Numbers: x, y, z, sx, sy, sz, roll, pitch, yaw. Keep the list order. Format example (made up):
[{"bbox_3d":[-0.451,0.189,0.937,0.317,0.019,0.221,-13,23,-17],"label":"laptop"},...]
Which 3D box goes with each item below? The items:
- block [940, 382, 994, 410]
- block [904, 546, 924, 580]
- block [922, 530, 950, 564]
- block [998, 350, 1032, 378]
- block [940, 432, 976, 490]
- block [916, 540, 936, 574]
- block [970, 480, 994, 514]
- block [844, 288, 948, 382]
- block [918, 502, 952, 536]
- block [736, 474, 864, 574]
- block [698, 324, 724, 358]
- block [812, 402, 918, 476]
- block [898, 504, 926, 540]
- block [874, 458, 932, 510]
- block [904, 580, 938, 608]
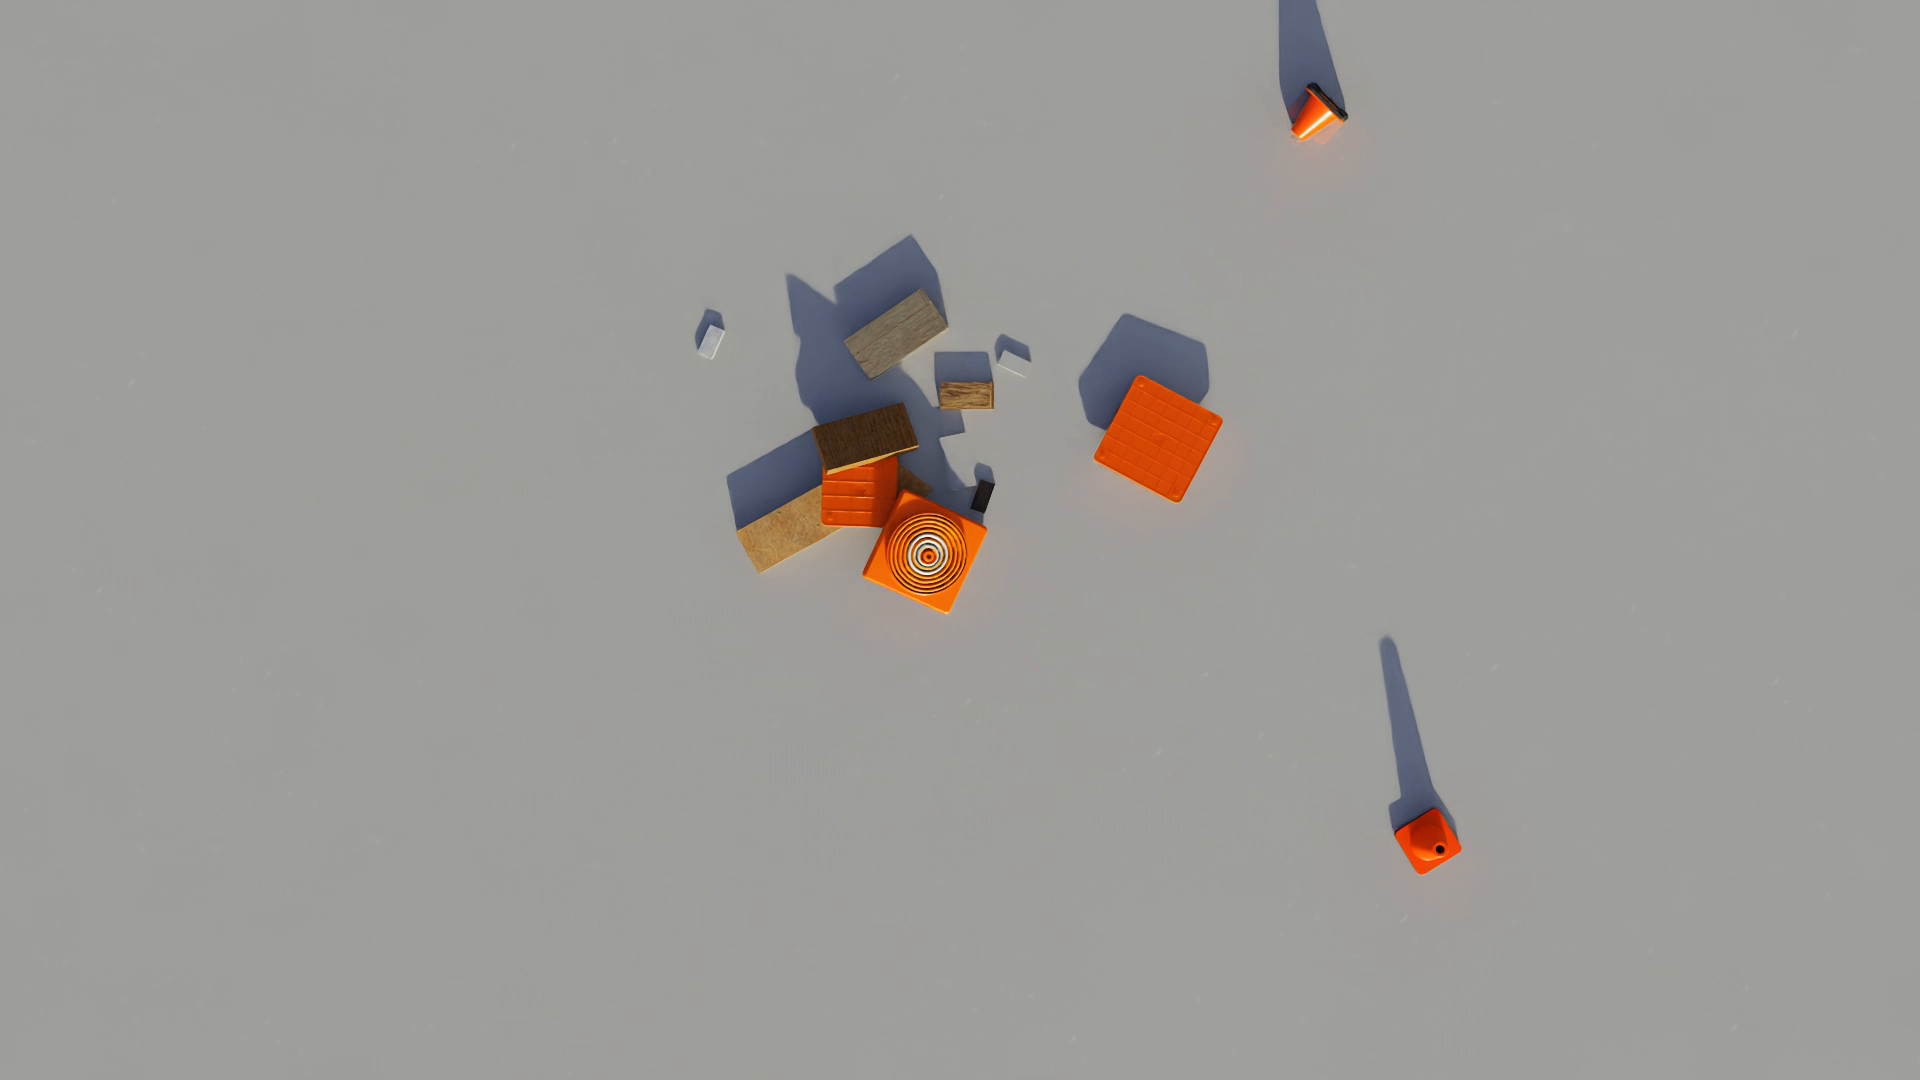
[{"bbox_3d":[0.024,-0.480,5.487,0.179,0.025,0.090,0,90,0],"label":"block"},{"bbox_3d":[-0.154,0.076,5.465,0.053,0.015,0.106,5,102,-13],"label":"block"},{"bbox_3d":[-0.081,0.025,5.484,0.054,0.015,0.109,-22,94,10],"label":"block"},{"bbox_3d":[0.182,-0.587,5.493,0.103,0.015,0.052,25,90,0],"label":"block"},{"bbox_3d":[-0.007,-0.261,5.487,0.090,0.025,0.179,-12,90,0],"label":"block"},{"bbox_3d":[-0.111,0.057,5.478,0.053,0.015,0.106,-5,99,15],"label":"block"},{"bbox_3d":[0.075,-0.145,5.493,0.052,0.015,0.104,19,90,0],"label":"block"},{"bbox_3d":[-0.212,-0.682,5.478,0.315,0.045,0.158,-34,90,0],"label":"block"},{"bbox_3d":[-0.086,-0.070,5.492,0.109,0.015,0.054,44,90,0],"label":"block"},{"bbox_3d":[-0.531,-0.054,5.478,0.398,0.045,0.158,-29,90,0],"label":"block"},{"bbox_3d":[-0.829,-0.660,5.493,0.052,0.015,0.103,25,90,0],"label":"block"},{"bbox_3d":[-0.312,-0.334,5.422,0.315,0.045,0.158,-16,77,-14],"label":"block"},{"bbox_3d":[-0.160,-0.059,5.479,0.054,0.015,0.109,-29,90,32],"label":"block"},{"bbox_3d":[-0.190,-0.189,5.487,0.179,0.025,0.090,37,90,0],"label":"block"},{"bbox_3d":[-0.130,0.174,5.492,0.106,0.015,0.053,35,90,0],"label":"block"}]
